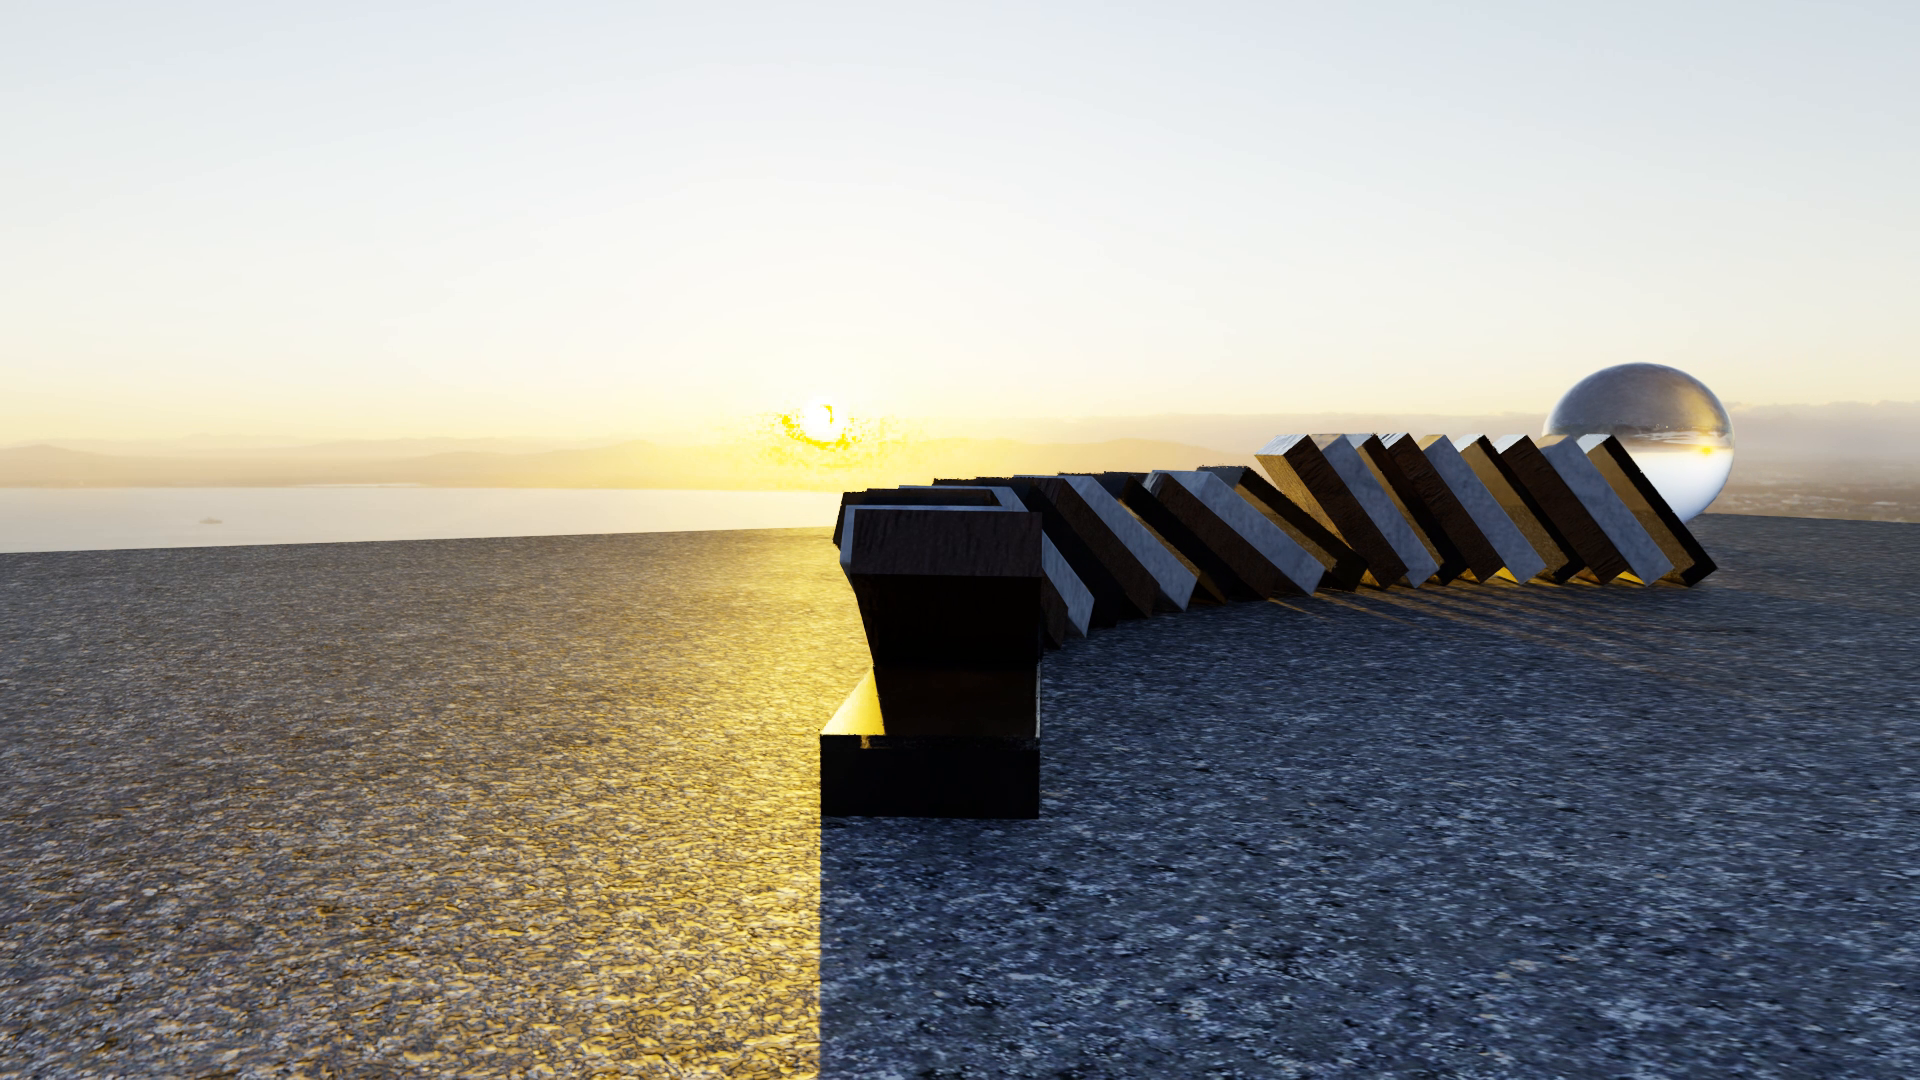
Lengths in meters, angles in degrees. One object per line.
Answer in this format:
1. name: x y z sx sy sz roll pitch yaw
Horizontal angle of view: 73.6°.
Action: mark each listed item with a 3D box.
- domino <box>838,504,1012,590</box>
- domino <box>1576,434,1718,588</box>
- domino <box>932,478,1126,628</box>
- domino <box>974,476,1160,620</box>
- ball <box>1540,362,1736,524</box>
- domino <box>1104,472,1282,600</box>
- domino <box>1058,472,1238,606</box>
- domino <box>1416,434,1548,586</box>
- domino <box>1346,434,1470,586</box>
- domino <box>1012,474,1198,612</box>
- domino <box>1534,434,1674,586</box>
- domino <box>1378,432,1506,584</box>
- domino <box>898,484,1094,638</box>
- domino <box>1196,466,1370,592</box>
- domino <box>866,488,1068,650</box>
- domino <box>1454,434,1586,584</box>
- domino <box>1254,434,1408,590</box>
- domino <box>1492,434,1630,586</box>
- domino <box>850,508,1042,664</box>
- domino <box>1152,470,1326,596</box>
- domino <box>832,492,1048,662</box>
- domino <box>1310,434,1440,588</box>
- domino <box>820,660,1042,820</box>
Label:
1. domino: -0.002 0.010 0.212 0.025 0.010 0.050 1 -26 8
2. domino: 0.207 -0.010 0.393 0.009 0.050 0.025 -38 -2 9
3. domino: 0.015 0.003 0.288 0.025 0.009 0.050 3 -28 35
4. domino: 0.025 0.002 0.304 0.025 0.009 0.050 3 -27 39
5. ball: 0.311 -0.042 0.592 0.080 0.080 0.080 0 4 0
6. domino: 0.061 -0.001 0.347 0.050 0.010 0.025 36 -16 -30
7. domino: 0.047 0.000 0.334 0.050 0.010 0.025 38 -20 -35
8. domino: 0.159 -0.010 0.398 0.009 0.050 0.025 -38 -1 9
9. domino: 0.133 -0.010 0.393 0.009 0.050 0.025 -38 7 -2
10. domino: 0.035 0.001 0.320 0.025 0.009 0.050 4 -27 46
11. domino: 0.195 -0.010 0.394 0.009 0.050 0.025 -38 -2 9
12. domino: 0.145 -0.010 0.397 0.009 0.050 0.025 -37 3 2
13. domino: 0.008 0.005 0.270 0.025 0.009 0.050 2 -27 28
14. domino: 0.091 -0.003 0.369 0.050 0.009 0.025 35 -10 -20
15. domino: 0.002 0.006 0.252 0.025 0.009 0.050 2 -27 24
16. domino: 0.171 -0.010 0.399 0.010 0.050 0.025 -38 -2 9
17. domino: 0.109 -0.009 0.380 0.010 0.050 0.025 -39 7 -2
18. domino: 0.183 -0.010 0.397 0.009 0.050 0.025 -38 -2 9
19. domino: -0.001 0.011 0.191 0.025 0.010 0.050 1 -26 2
20. domino: 0.076 -0.002 0.358 0.050 0.009 0.025 35 -13 -27
21. domino: -0.002 0.008 0.232 0.025 0.009 0.050 1 -28 18
22. domino: 0.121 -0.009 0.386 0.010 0.050 0.025 -38 7 -2
23. domino: -0.002 0.025 0.171 0.025 0.009 0.050 0 4 4
